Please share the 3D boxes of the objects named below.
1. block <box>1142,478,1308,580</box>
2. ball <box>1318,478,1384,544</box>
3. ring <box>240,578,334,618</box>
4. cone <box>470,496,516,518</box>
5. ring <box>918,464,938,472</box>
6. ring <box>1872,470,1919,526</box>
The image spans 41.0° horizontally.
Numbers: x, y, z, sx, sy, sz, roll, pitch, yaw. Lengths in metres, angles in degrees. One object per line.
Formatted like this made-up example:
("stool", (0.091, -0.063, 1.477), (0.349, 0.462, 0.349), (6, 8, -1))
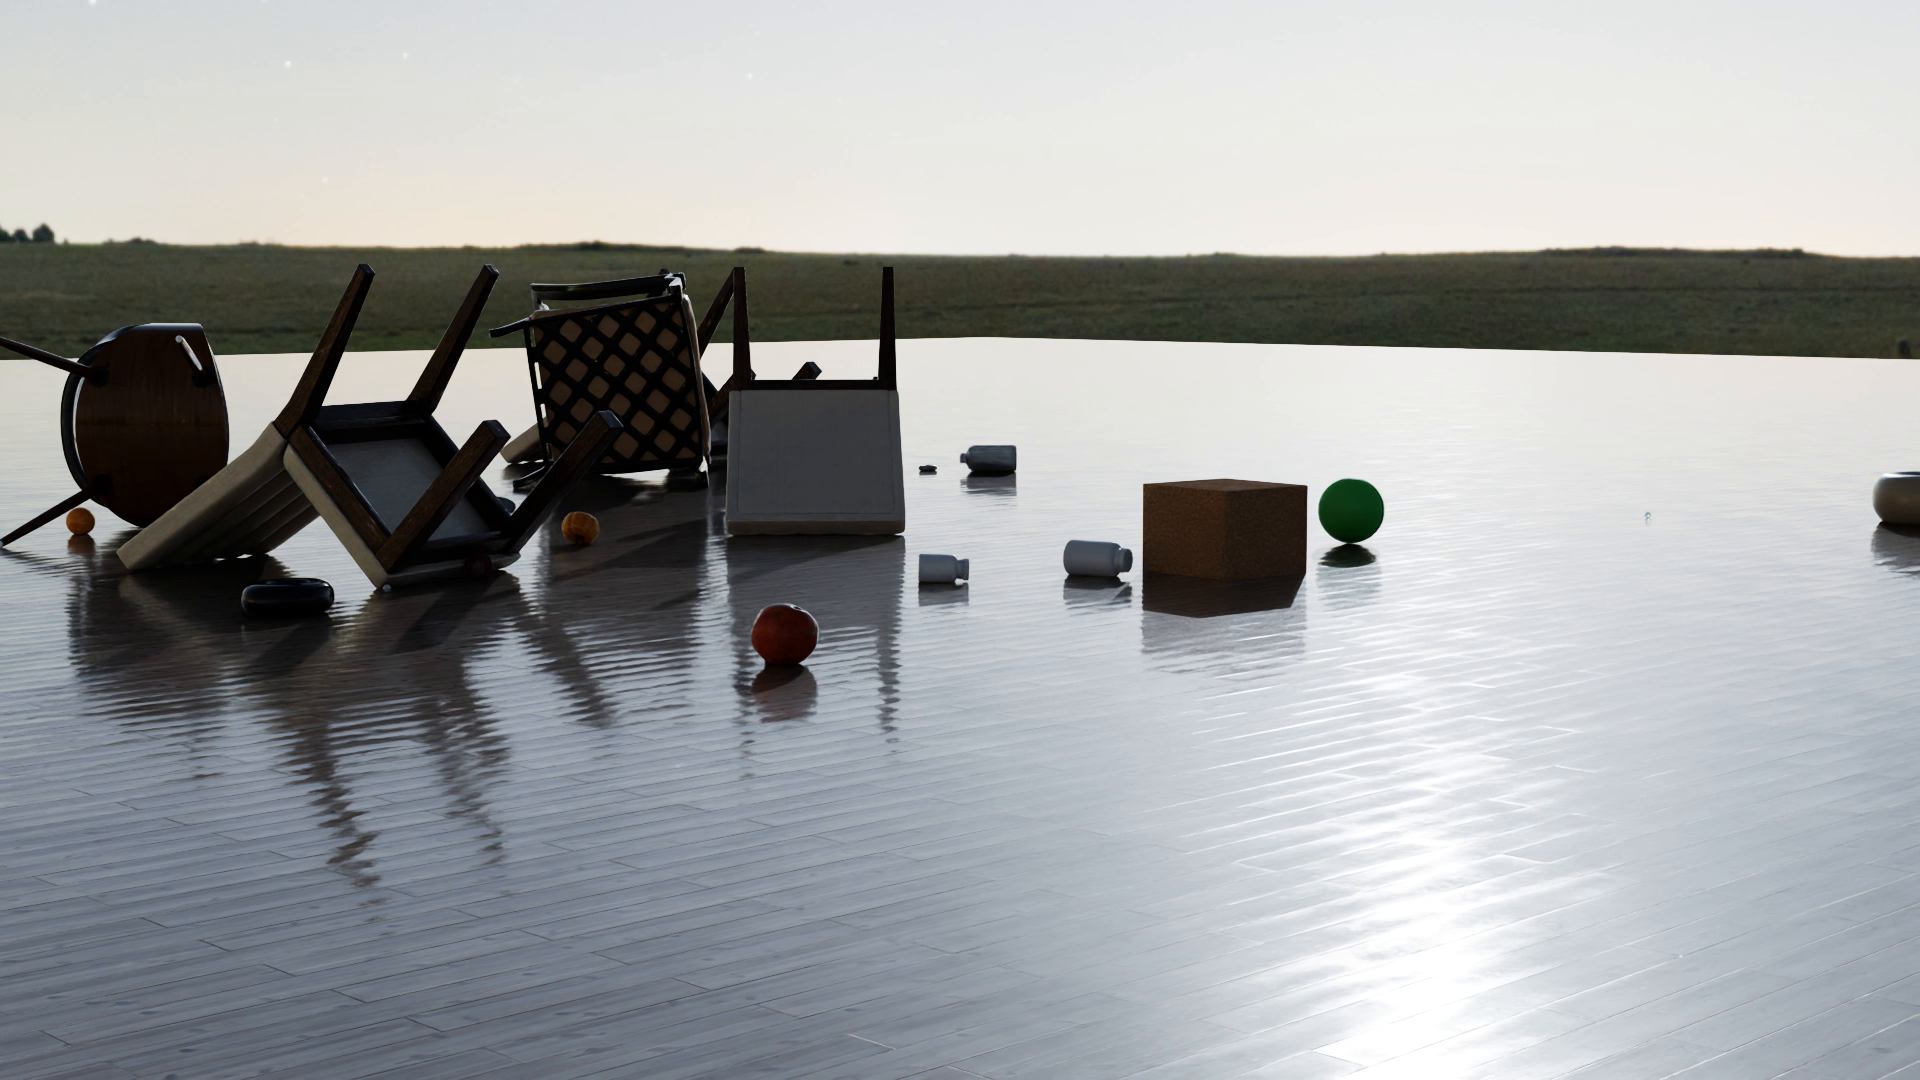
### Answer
("block", (0.591, -0.027, 5.730), (0.255, 0.194, 0.262), (-5, 8, -39))
("ball", (0.964, -0.073, 6.321), (0.163, 0.163, 0.163), (0, 6, 0))
("ring", (-1.313, 0.112, 5.015), (0.173, 0.064, 0.208), (0, 5, 9))
("cone", (-1.278, -0.076, 7.009), (0.127, 0.070, 0.052), (-3, -27, -14))
("ring", (-0.109, -0.245, 8.699), (0.057, 0.018, 0.076), (5, 8, 33))
("ring", (2.581, -0.112, 6.860), (0.262, 0.133, 0.330), (-1, 4, 2))
